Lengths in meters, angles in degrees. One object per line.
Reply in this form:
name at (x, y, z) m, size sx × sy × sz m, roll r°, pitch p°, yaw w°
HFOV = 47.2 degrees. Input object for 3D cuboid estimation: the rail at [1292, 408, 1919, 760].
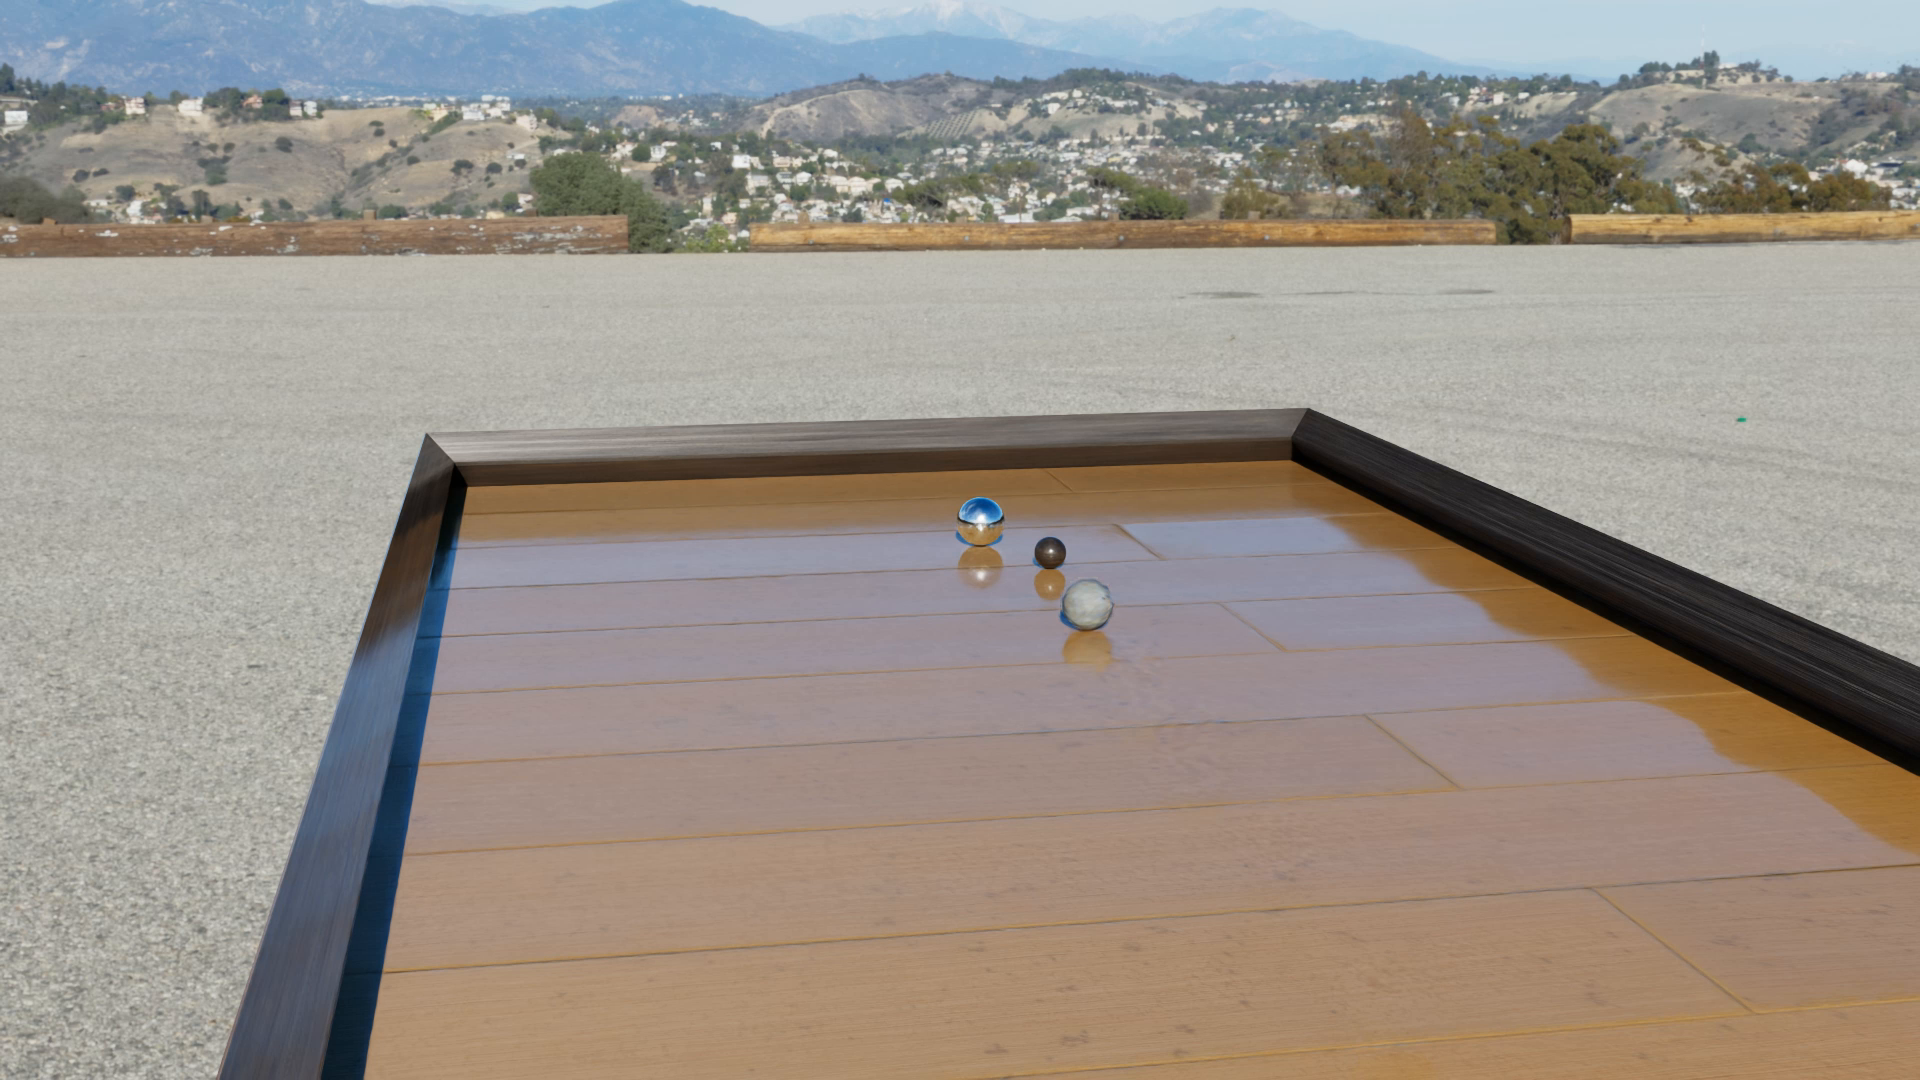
rail at (0.821, 0.094, 2.423) m, size 0.045 × 0.088 × 2.732 m, roll -2°, pitch 12°, yaw -10°

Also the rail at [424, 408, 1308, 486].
rail at (-0.122, -0.149, 3.587) m, size 1.463 × 0.088 × 0.045 m, roll -2°, pitch 12°, yaw -10°

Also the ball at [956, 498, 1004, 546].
ball at (0.029, -0.026, 3.048) m, size 0.068 × 0.068 × 0.068 m, roll 0°, pitch 12°, yaw 0°

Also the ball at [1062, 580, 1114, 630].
ball at (0.150, 0.076, 2.579) m, size 0.060 × 0.060 × 0.060 m, roll 0°, pitch 12°, yaw 0°

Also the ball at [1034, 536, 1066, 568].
ball at (0.119, 0.017, 2.907) m, size 0.042 × 0.042 × 0.042 m, roll 0°, pitch 12°, yaw 0°

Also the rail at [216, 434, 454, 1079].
rail at (-0.570, 0.147, 2.167) m, size 0.045 × 0.088 × 2.732 m, roll -2°, pitch 12°, yaw -10°
